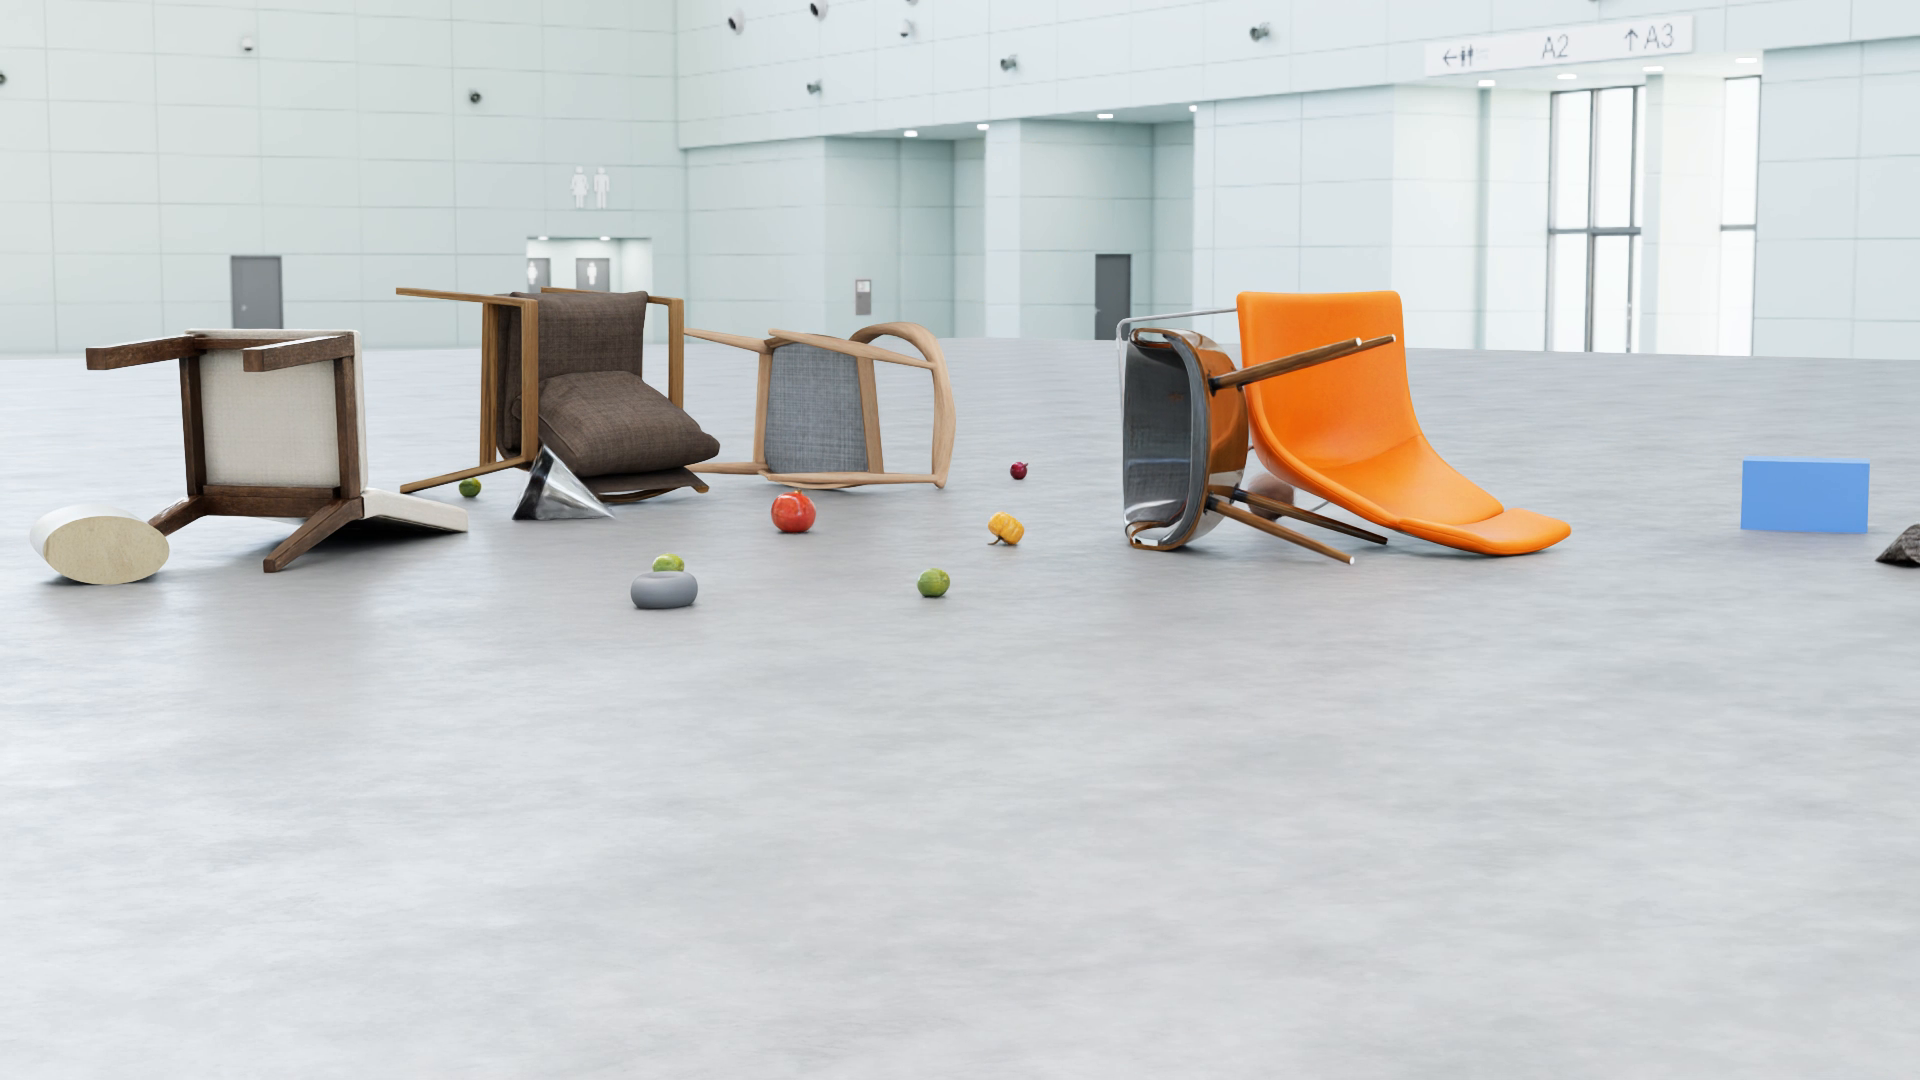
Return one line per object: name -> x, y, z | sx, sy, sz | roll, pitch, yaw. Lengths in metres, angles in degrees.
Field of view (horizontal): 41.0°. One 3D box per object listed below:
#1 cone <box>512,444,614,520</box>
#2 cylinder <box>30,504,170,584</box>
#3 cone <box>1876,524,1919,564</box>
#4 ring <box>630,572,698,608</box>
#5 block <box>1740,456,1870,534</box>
cone -> -1.058, -0.110, 6.979 | 0.254, 0.223, 0.290 | 23, 11, -11
cylinder -> -1.888, 0.007, 5.622 | 0.259, 0.148, 0.311 | 1, 5, -25
cone -> 2.163, 0.029, 5.899 | 0.267, 0.100, 0.135 | -2, -15, -45
ring -> -0.592, 0.100, 5.139 | 0.120, 0.063, 0.168 | 4, 8, 25
block -> 2.211, -0.121, 6.707 | 0.311, 0.179, 0.189 | 2, 6, 19
